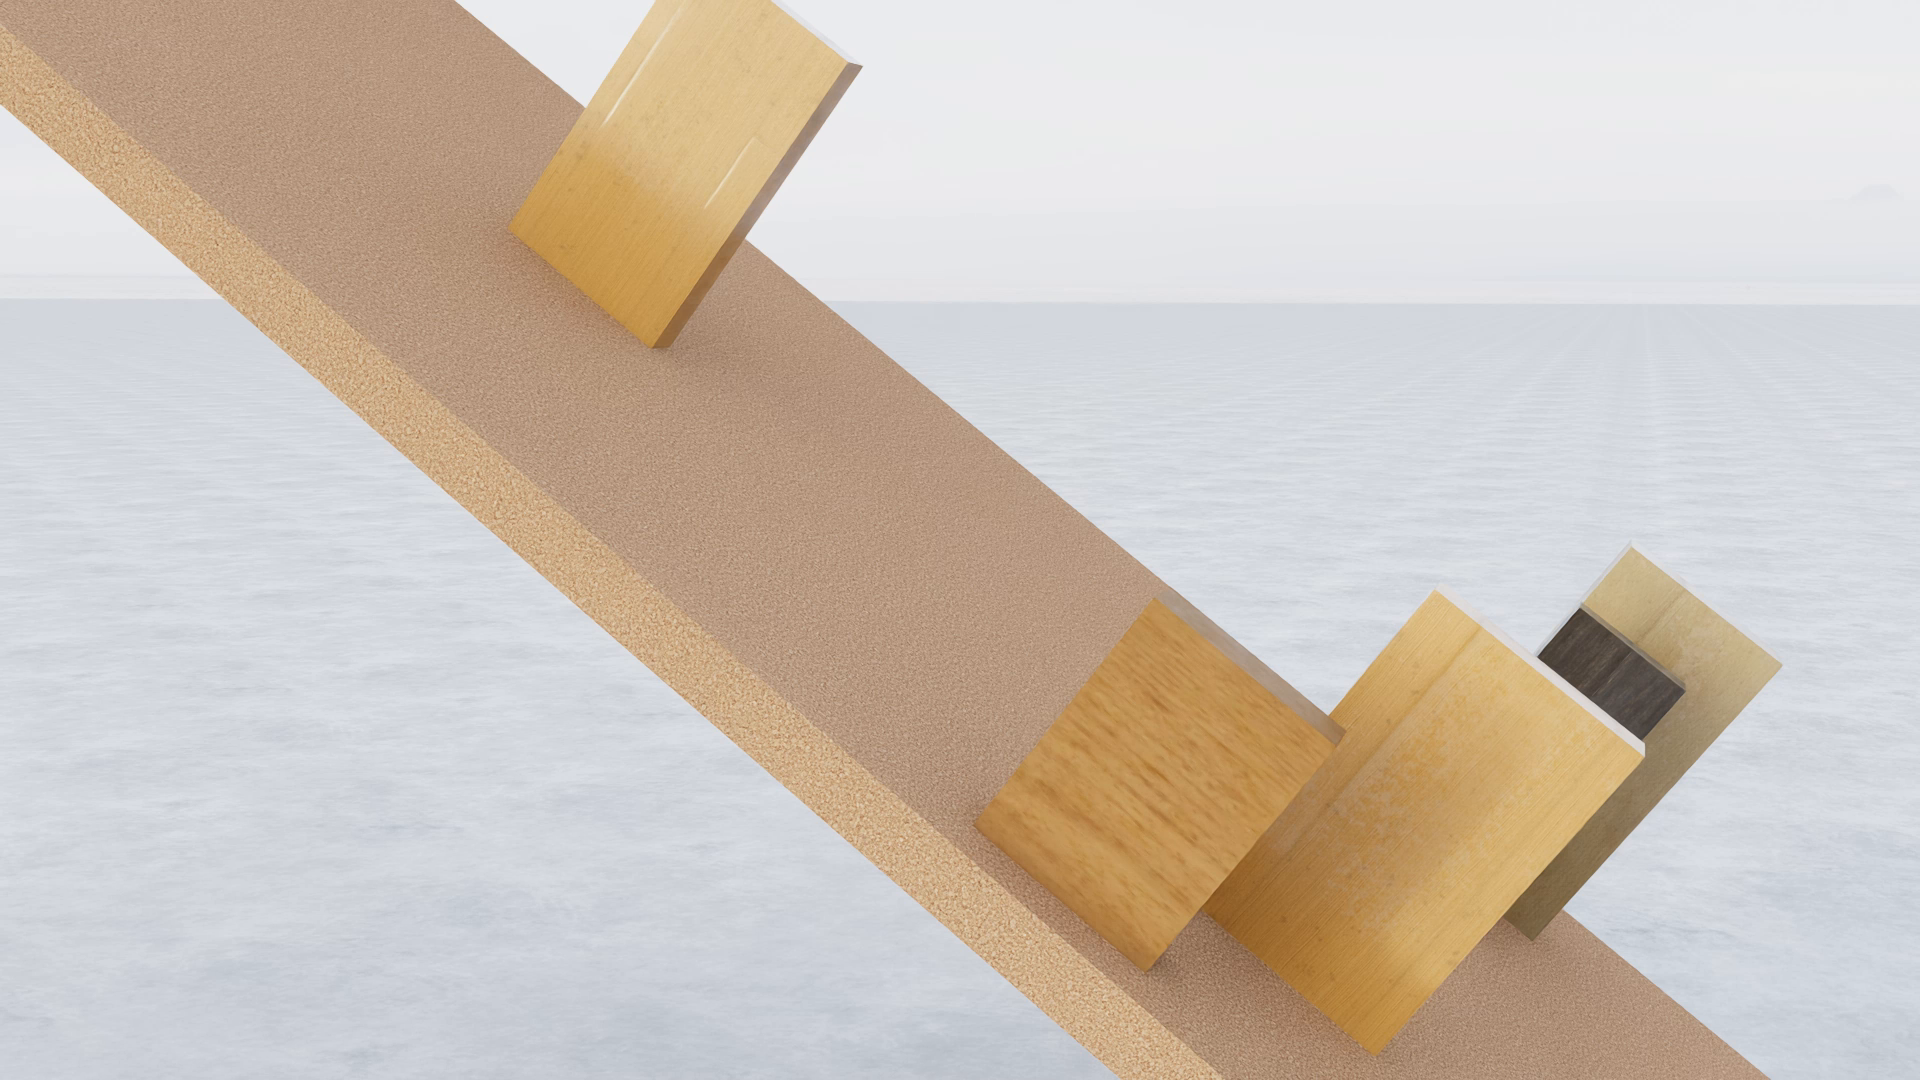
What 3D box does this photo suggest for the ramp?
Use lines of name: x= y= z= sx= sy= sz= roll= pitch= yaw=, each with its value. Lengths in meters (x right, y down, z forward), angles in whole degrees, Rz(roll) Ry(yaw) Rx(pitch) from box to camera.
ramp: x=-0.041 y=0.098 z=4.059 sx=4.000 sy=0.100 sz=2.000 roll=40 pitch=16 yaw=9

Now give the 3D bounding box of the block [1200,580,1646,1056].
block: x=0.684 y=0.427 z=3.358 sx=0.385 sy=0.620 sz=0.096 roll=40 pitch=16 yaw=9

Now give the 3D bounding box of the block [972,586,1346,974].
block: x=0.279 y=0.337 z=3.099 sx=0.318 sy=0.428 sz=0.108 roll=40 pitch=16 yaw=9

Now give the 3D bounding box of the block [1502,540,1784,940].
block: x=1.249 y=0.402 z=4.416 sx=0.361 sy=0.739 sz=0.140 roll=40 pitch=16 yaw=9

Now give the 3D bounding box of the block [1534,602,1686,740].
block: x=1.077 y=0.433 z=4.188 sx=0.243 sy=0.615 sz=0.081 roll=40 pitch=16 yaw=9

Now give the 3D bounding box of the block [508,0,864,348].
block: x=-0.506 y=-0.712 z=4.001 sx=0.362 sy=0.635 sz=0.081 roll=40 pitch=16 yaw=9
